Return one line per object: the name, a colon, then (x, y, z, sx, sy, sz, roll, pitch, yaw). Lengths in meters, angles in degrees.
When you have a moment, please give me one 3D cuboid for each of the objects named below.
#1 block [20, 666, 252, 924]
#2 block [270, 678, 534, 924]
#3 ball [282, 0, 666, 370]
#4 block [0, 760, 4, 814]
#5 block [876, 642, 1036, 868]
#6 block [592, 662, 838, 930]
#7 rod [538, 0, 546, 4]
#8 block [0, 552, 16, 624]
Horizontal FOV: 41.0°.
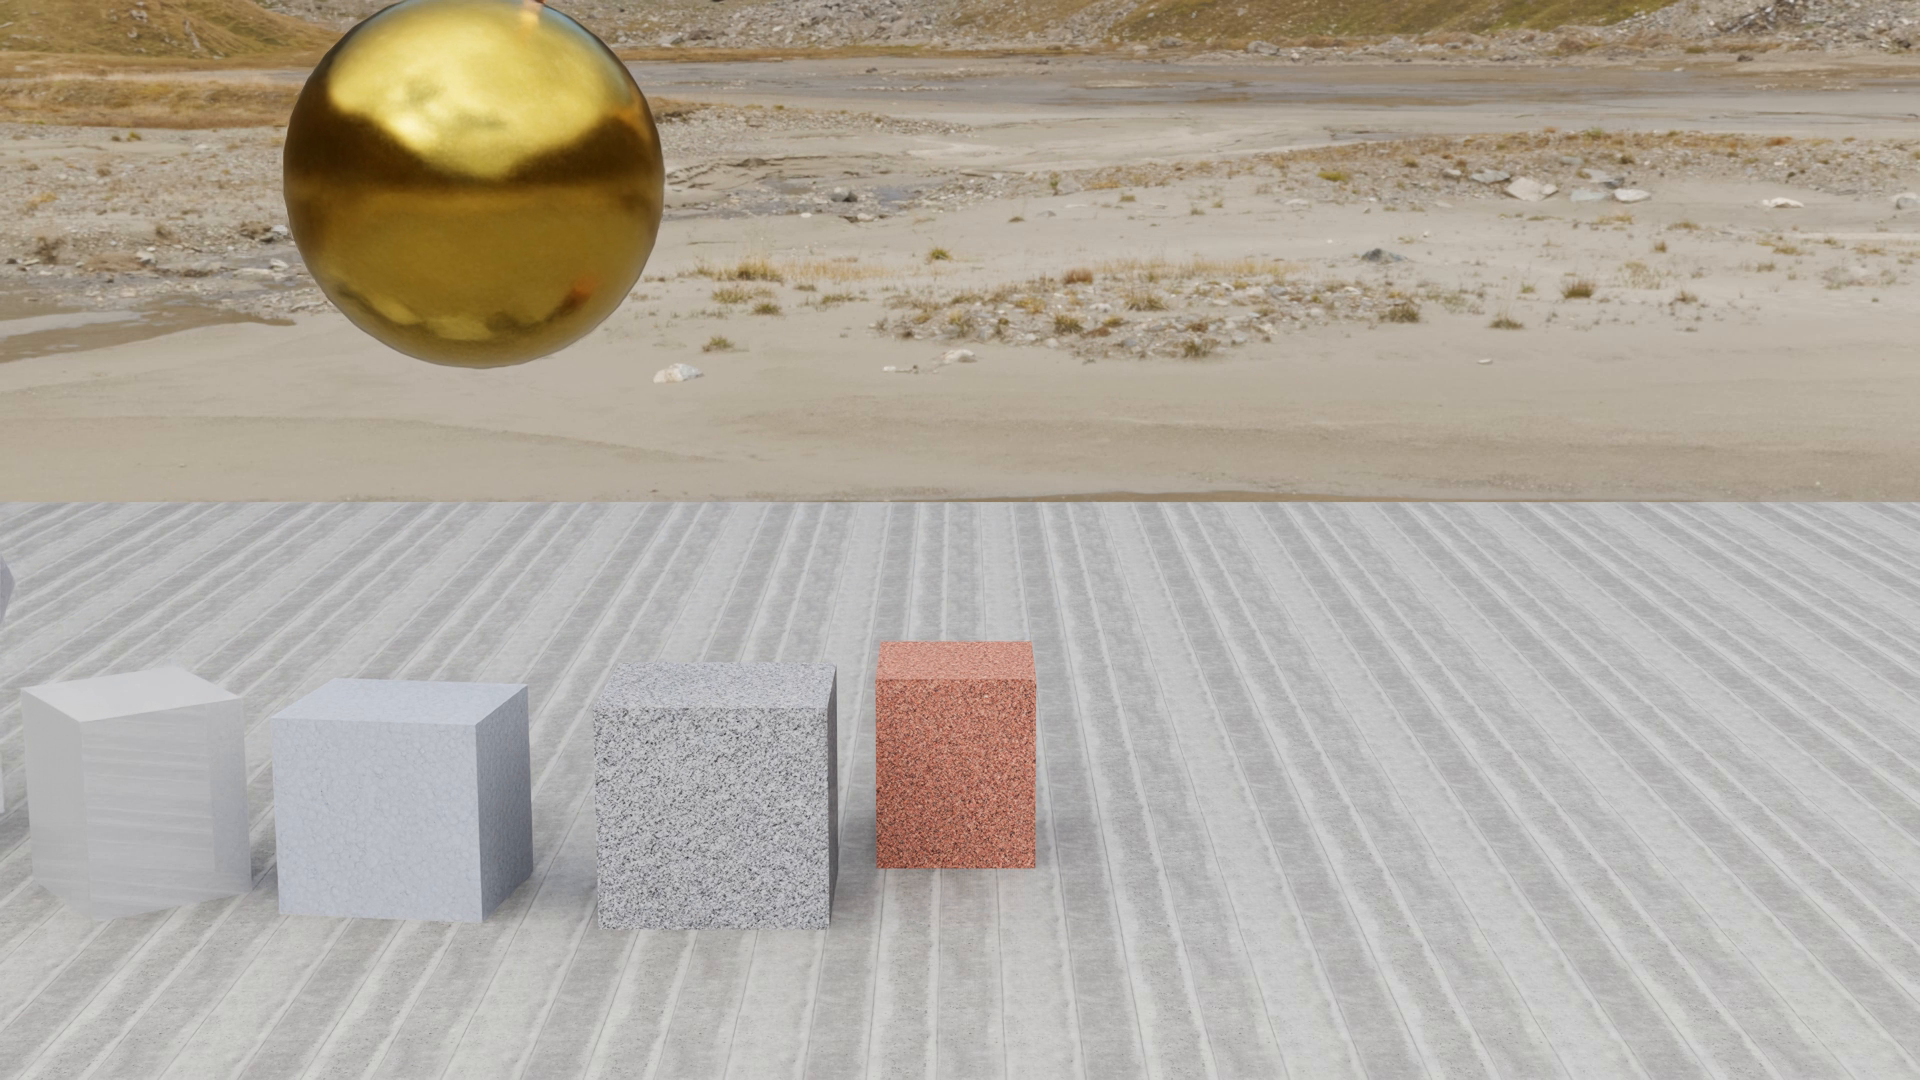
block: (-3.586, 1.087, 11.166, 0.696, 0.867, 0.764, -8, 13, -37)
block: (-2.391, 1.109, 11.075, 0.888, 0.855, 0.723, 1, 10, 8)
ball: (-2.056, -1.527, 10.903, 1.600, 1.600, 1.600, 0, 10, 0)
block: (-5.117, 0.982, 12.113, 0.782, 0.734, 0.761, 5, 11, 24)
block: (-0.018, 0.974, 11.780, 0.710, 0.869, 0.770, 0, 10, 0)
block: (-1.022, 1.079, 10.978, 0.958, 0.948, 0.822, 0, 10, 0)
rod: (-0.891, -4.670, 10.331, 0.080, 5.200, 0.080, 20, 10, -4)
block: (-4.803, 0.244, 11.848, 0.560, 0.555, 0.593, 0, 49, 3)
